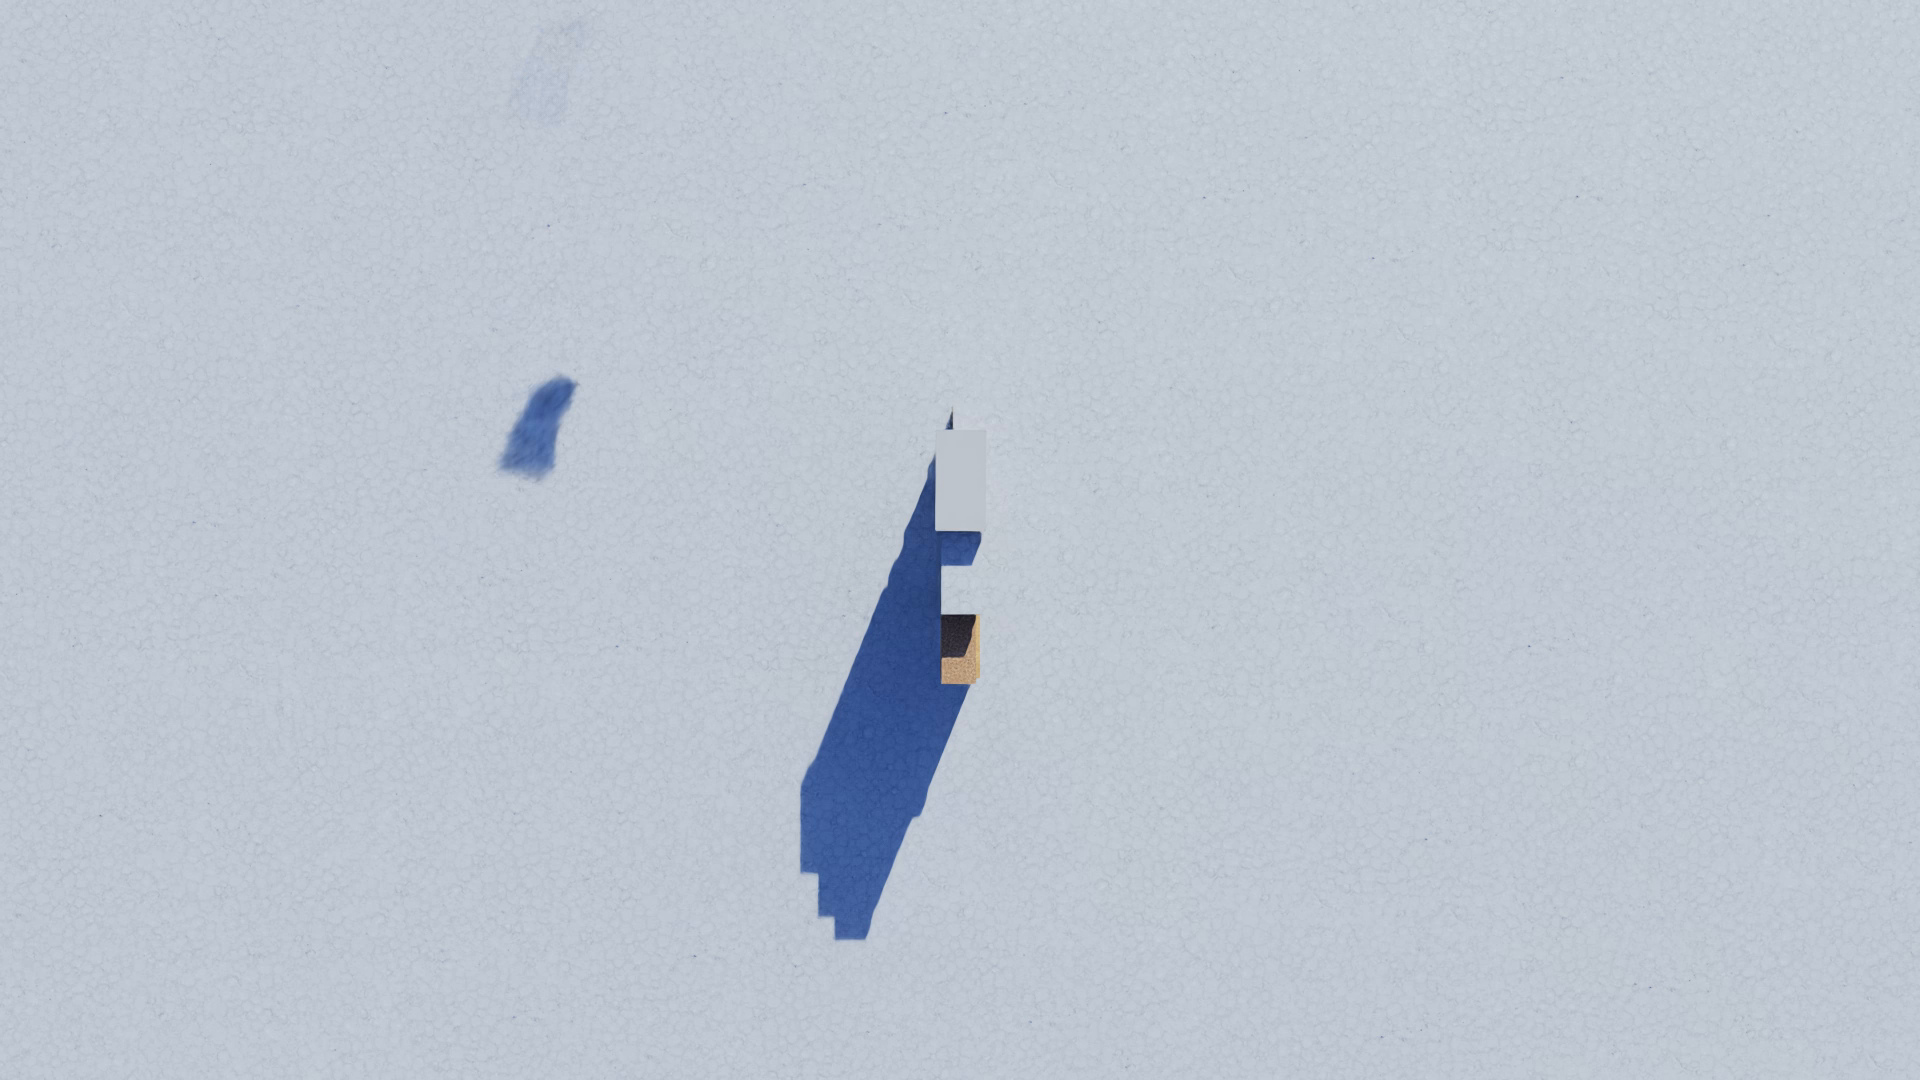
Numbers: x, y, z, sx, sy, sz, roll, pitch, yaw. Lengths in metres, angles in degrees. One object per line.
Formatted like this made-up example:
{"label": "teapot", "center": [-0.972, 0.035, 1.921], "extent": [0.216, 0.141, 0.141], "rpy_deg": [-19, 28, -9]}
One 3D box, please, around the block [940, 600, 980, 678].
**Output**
{"label": "block", "center": [0.001, 0.313, 5.235], "extent": [0.124, 0.035, 0.248], "rpy_deg": [0, 90, 0]}

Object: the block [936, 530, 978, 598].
{"label": "block", "center": [-0.005, 0.044, 5.199], "extent": [0.140, 0.040, 0.281], "rpy_deg": [0, 90, 0]}

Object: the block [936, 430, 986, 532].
{"label": "block", "center": [0.003, -0.175, 4.862], "extent": [0.148, 0.042, 0.296], "rpy_deg": [0, 90, 0]}

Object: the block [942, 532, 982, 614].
{"label": "block", "center": [0.005, 0.100, 4.919], "extent": [0.121, 0.034, 0.243], "rpy_deg": [0, 90, 0]}

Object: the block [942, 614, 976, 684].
{"label": "block", "center": [-0.004, 0.330, 4.995], "extent": [0.104, 0.029, 0.208], "rpy_deg": [0, 90, 0]}

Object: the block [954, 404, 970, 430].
{"label": "block", "center": [0.005, -0.383, 5.269], "extent": [0.053, 0.015, 0.106], "rpy_deg": [0, 90, 0]}

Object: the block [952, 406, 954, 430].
{"label": "block", "center": [-0.002, -0.386, 5.390], "extent": [0.051, 0.015, 0.103], "rpy_deg": [0, 90, 0]}
